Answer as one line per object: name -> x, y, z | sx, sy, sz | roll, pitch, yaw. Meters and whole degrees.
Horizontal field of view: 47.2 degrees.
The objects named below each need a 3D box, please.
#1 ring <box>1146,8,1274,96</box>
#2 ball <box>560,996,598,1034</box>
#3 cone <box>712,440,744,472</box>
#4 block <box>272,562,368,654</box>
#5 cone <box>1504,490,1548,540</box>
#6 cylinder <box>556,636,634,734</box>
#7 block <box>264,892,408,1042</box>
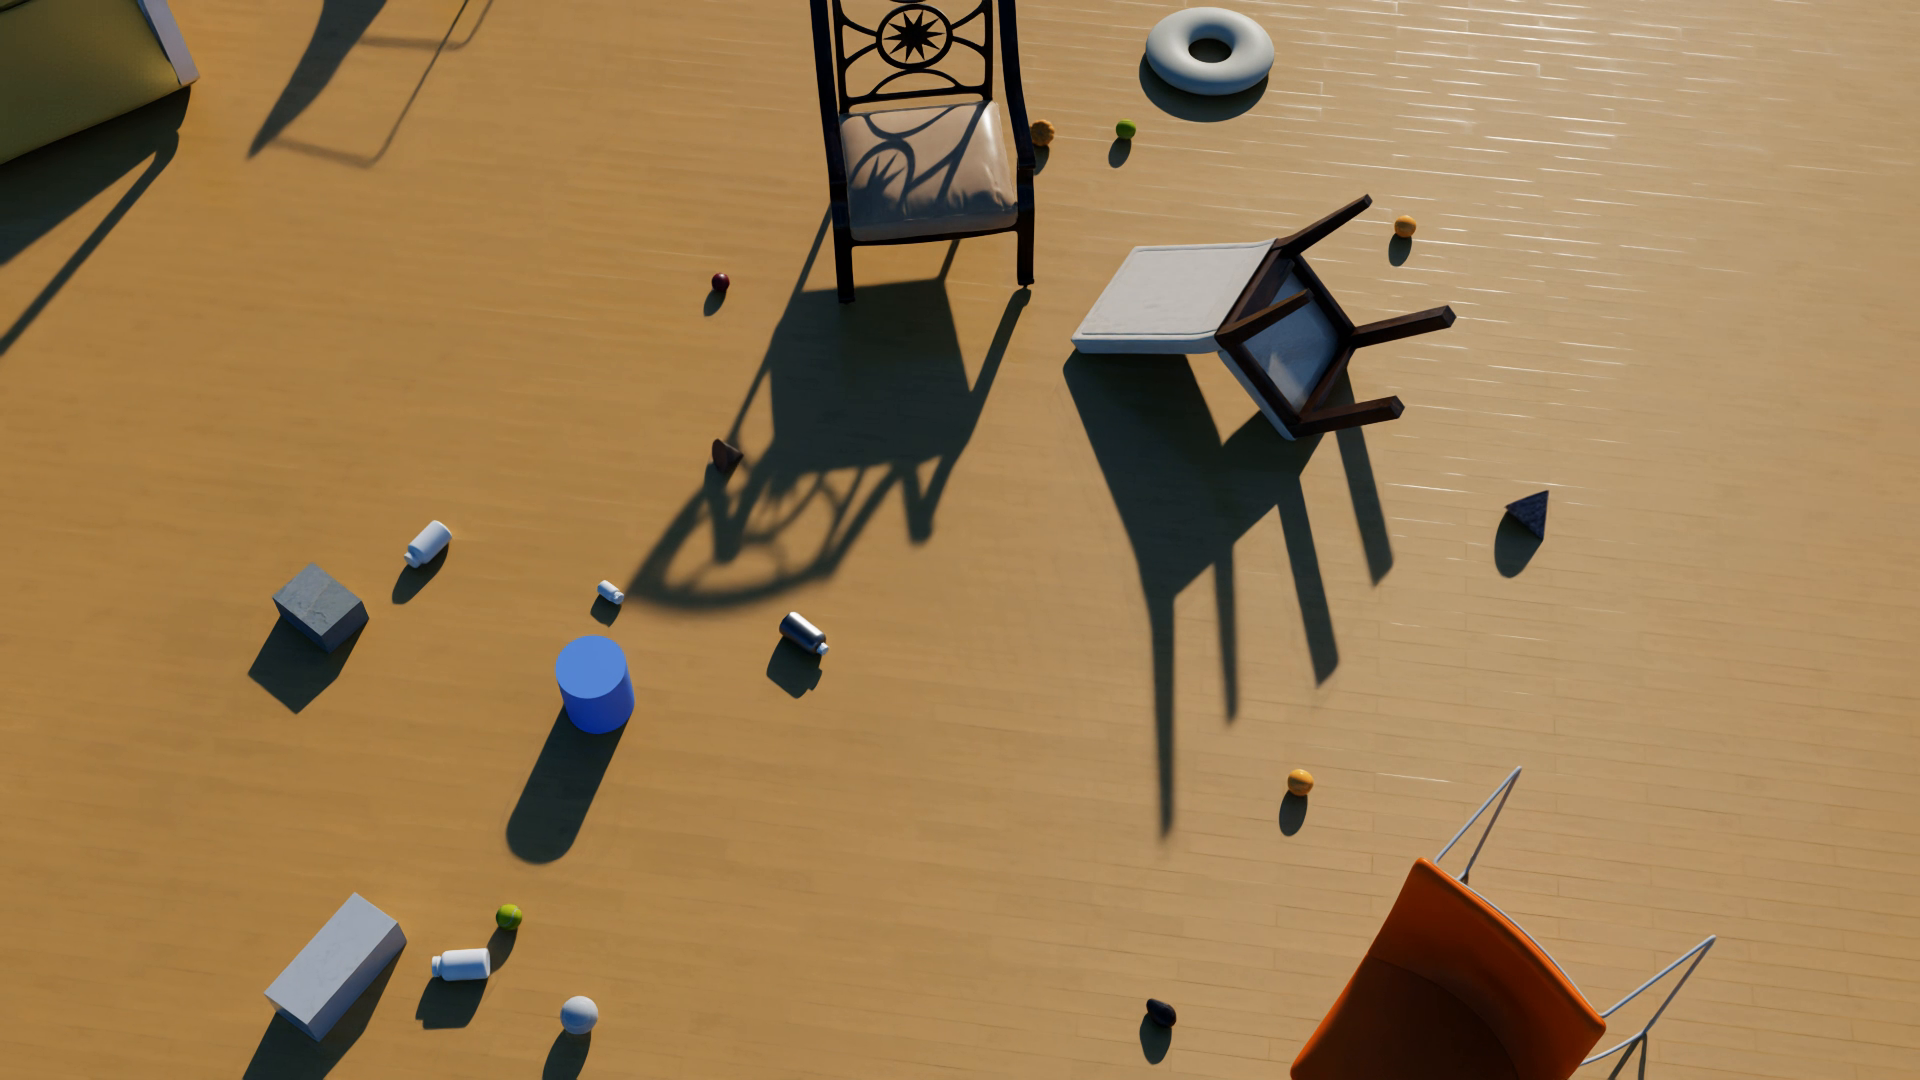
ring -> 0.872, -1.707, 7.676 | 0.451, 0.073, 0.417 | 8, 57, 6
ball -> -0.985, 1.230, 5.689 | 0.099, 0.099, 0.099 | 0, 56, 0
cone -> -0.697, -0.260, 6.725 | 0.086, 0.085, 0.109 | -4, 56, -36
block -> -1.855, 0.196, 6.382 | 0.211, 0.100, 0.155 | 34, 62, 21
cone -> 1.720, -0.060, 6.581 | 0.144, 0.120, 0.136 | -18, 82, -15
cylinder -> -1.024, 0.407, 6.180 | 0.196, 0.201, 0.204 | -6, 56, -4
block -> -1.629, 1.116, 5.749 | 0.152, 0.126, 0.340 | 29, 61, 18
